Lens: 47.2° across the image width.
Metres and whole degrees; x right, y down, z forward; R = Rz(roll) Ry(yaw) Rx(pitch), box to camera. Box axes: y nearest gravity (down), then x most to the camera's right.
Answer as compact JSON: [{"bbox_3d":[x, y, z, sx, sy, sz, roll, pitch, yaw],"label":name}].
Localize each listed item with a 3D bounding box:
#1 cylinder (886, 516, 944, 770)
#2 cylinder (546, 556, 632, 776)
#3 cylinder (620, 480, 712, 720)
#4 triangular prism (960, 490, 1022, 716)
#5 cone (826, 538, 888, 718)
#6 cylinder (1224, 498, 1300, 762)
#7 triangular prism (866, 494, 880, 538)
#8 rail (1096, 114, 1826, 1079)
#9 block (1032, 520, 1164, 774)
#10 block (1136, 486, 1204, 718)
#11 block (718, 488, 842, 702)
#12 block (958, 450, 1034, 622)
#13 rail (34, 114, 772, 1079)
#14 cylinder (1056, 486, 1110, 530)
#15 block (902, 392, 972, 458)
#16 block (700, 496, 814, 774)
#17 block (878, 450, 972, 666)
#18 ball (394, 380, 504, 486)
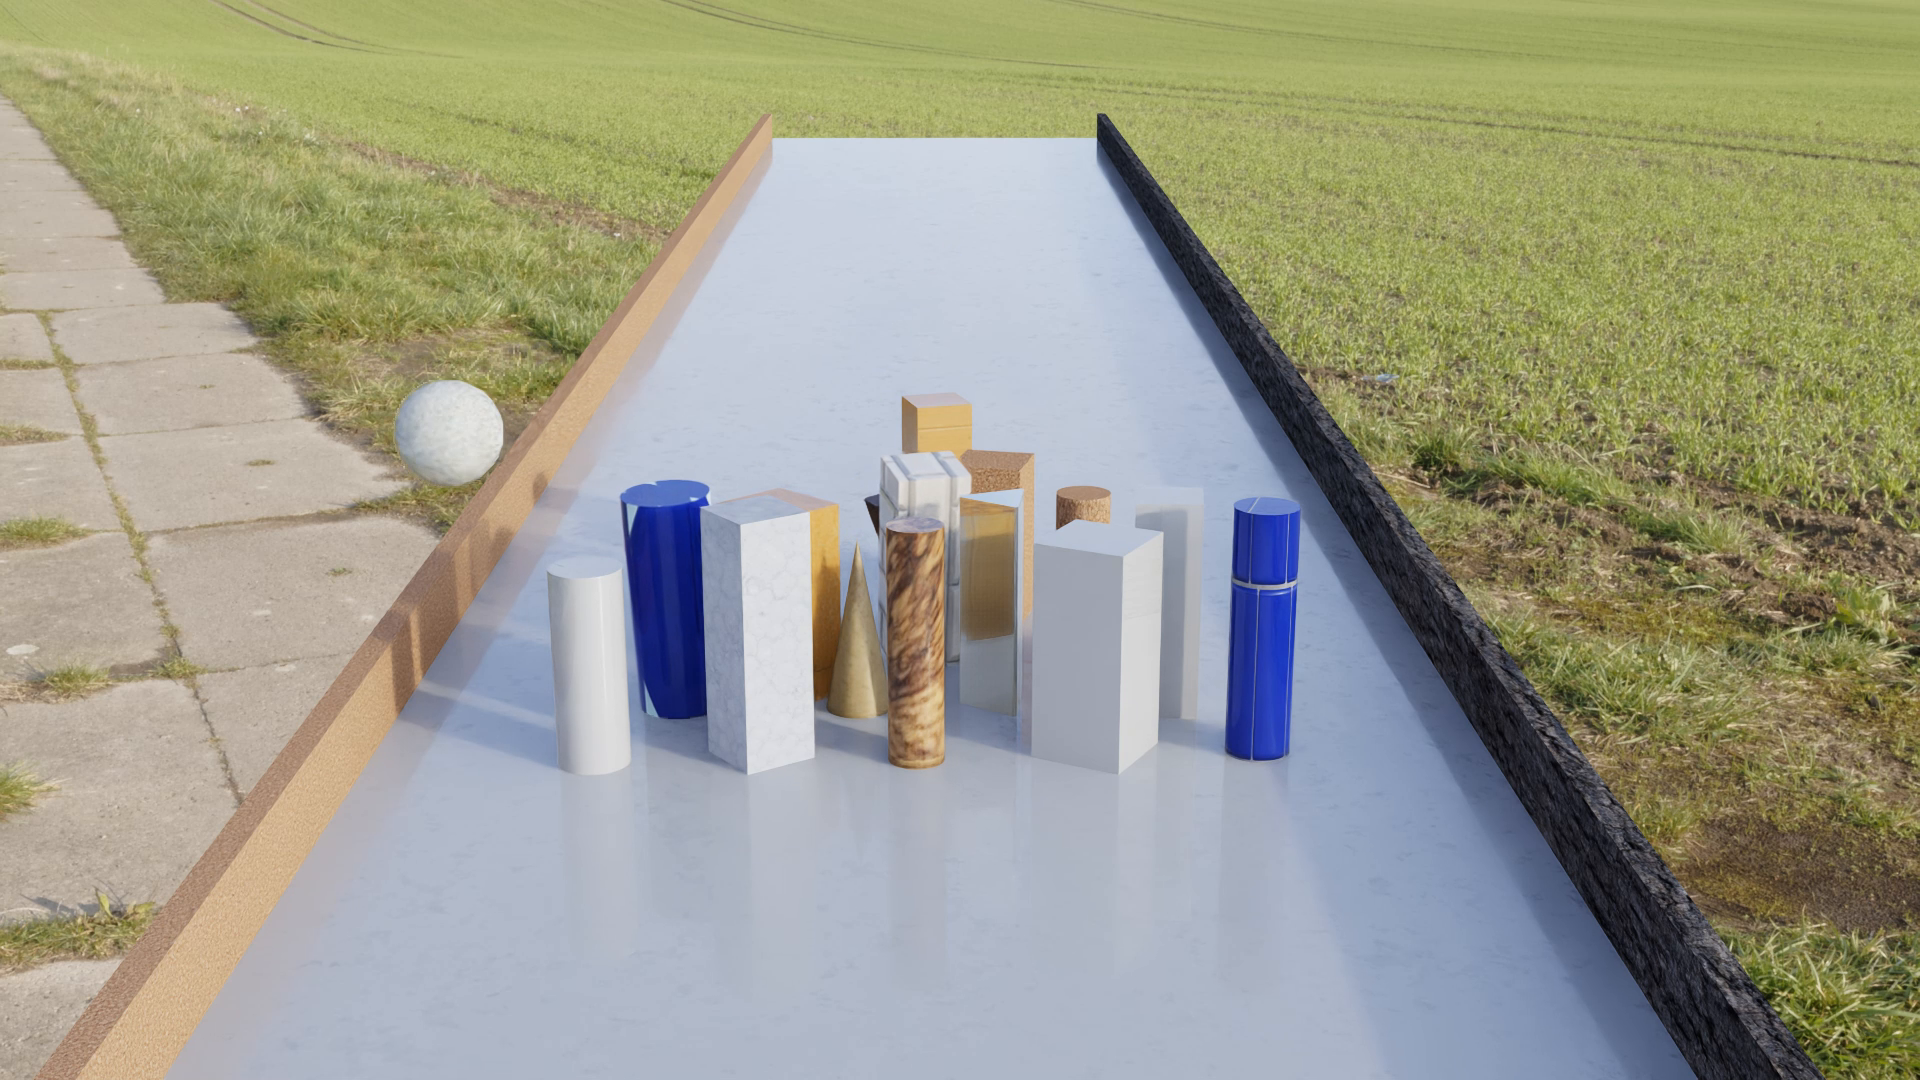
[{"bbox_3d":[-0.077,0.182,3.855,0.101,0.433,0.101,0,17,0],"label":"cylinder"},{"bbox_3d":[-0.649,0.220,3.855,0.130,0.361,0.130,0,17,0],"label":"cylinder"},{"bbox_3d":[-0.533,0.111,4.110,0.165,0.416,0.165,-2,19,1],"label":"cylinder"},{"bbox_3d":[0.084,0.112,4.137,0.128,0.407,0.111,12,20,34],"label":"triangular prism"},{"bbox_3d":[-0.190,0.156,4.117,0.125,0.334,0.125,0,17,0],"label":"cone"},{"bbox_3d":[0.534,0.160,3.889,0.116,0.456,0.116,0,17,0],"label":"cylinder"},{"bbox_3d":[-0.083,0.041,4.513,0.095,0.312,0.110,-29,27,-19],"label":"triangular prism"},{"bbox_3d":[0.932,-0.844,7.801,0.050,0.150,12.000,0,17,-1],"label":"rail"},{"bbox_3d":[0.243,0.187,3.900,0.171,0.399,0.171,9,19,27],"label":"block"},{"bbox_3d":[0.386,0.116,4.108,0.123,0.415,0.123,1,17,4],"label":"block"},{"bbox_3d":[-0.345,0.114,4.181,0.167,0.378,0.167,15,22,42],"label":"block"},{"bbox_3d":[0.069,-0.003,4.638,0.146,0.342,0.146,4,17,13],"label":"block"},{"bbox_3d":[-1.118,-0.838,7.780,0.050,0.150,12.000,0,17,-1],"label":"rail"},{"bbox_3d":[0.243,0.073,4.377,0.108,0.345,0.108,0,17,0],"label":"cylinder"},{"bbox_3d":[-0.051,-0.106,4.854,0.123,0.416,0.123,-5,17,-17],"label":"block"},{"bbox_3d":[-0.356,0.165,3.873,0.138,0.455,0.138,-12,20,-34],"label":"block"},{"bbox_3d":[-0.073,0.041,4.358,0.144,0.403,0.144,-5,23,-16],"label":"block"},{"bbox_3d":[-0.898,-0.188,3.868,0.187,0.187,0.187,0,17,0],"label":"ball"}]
